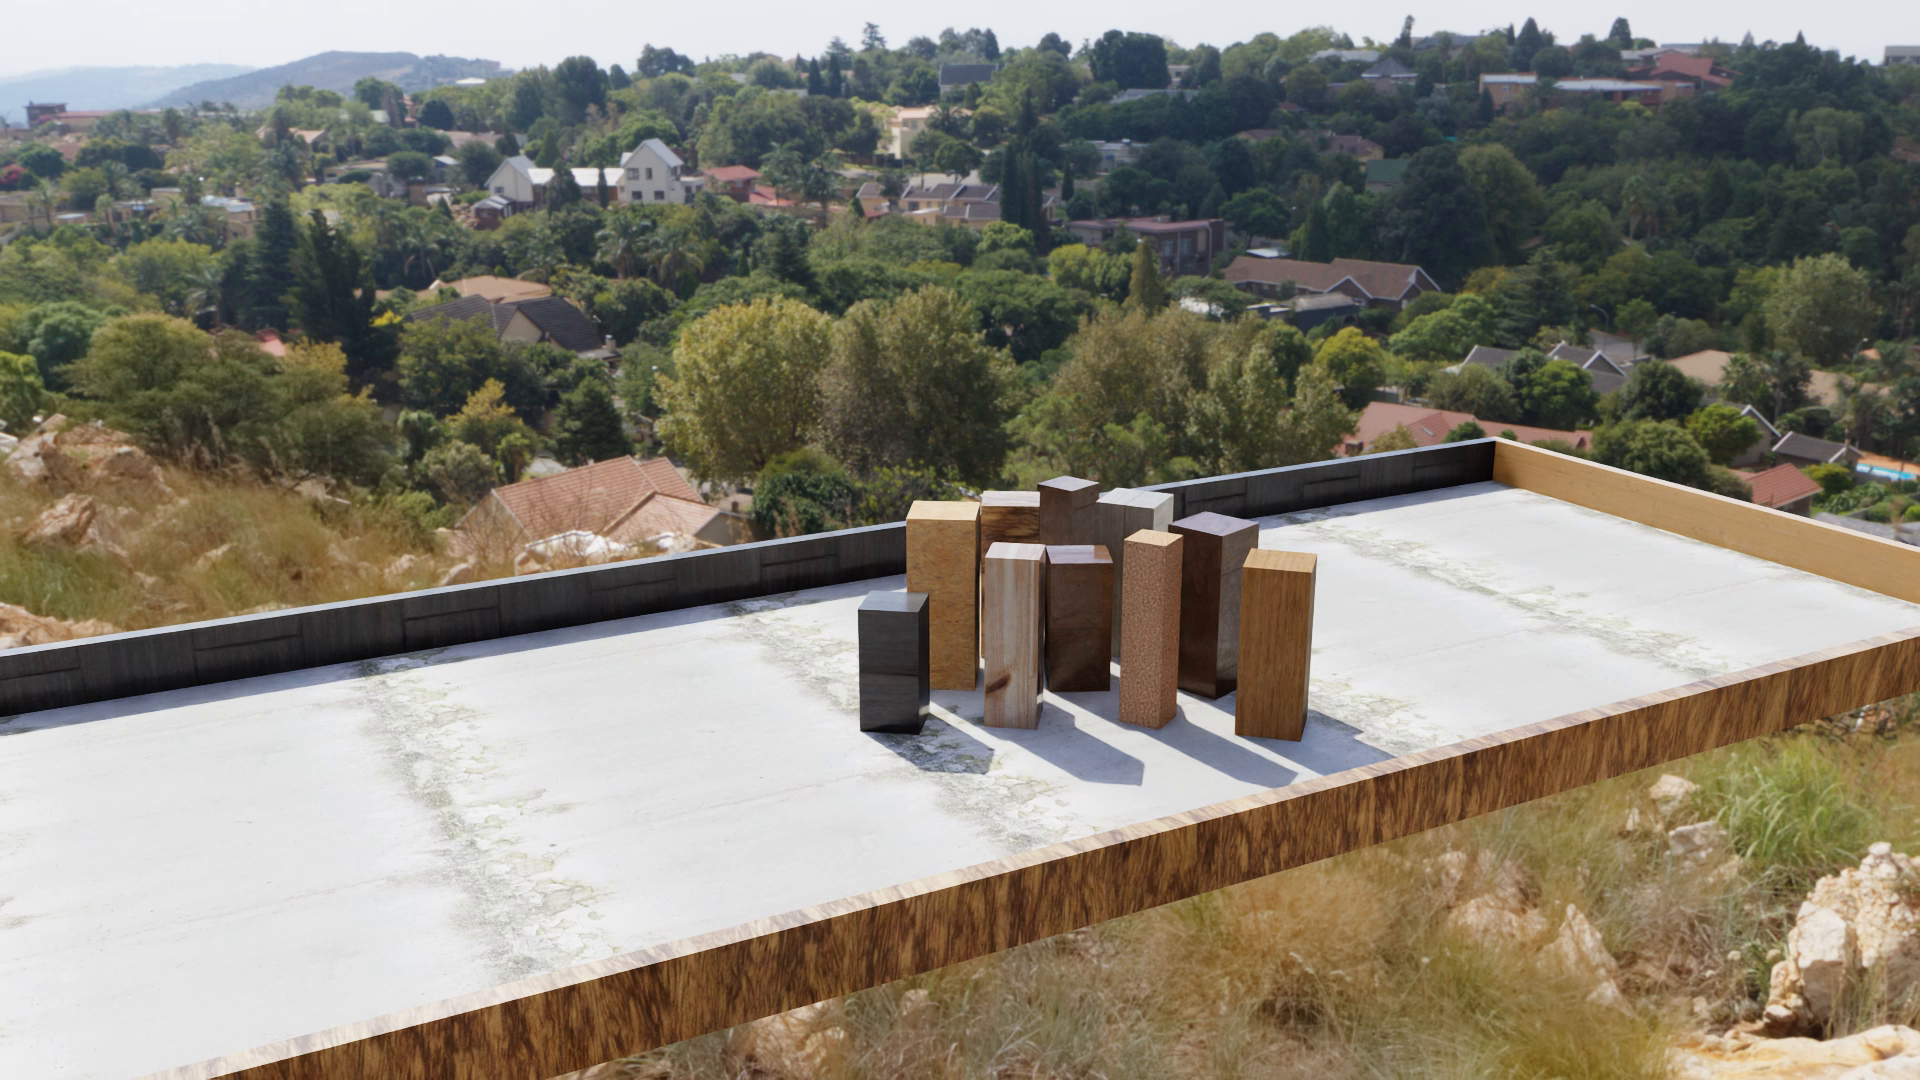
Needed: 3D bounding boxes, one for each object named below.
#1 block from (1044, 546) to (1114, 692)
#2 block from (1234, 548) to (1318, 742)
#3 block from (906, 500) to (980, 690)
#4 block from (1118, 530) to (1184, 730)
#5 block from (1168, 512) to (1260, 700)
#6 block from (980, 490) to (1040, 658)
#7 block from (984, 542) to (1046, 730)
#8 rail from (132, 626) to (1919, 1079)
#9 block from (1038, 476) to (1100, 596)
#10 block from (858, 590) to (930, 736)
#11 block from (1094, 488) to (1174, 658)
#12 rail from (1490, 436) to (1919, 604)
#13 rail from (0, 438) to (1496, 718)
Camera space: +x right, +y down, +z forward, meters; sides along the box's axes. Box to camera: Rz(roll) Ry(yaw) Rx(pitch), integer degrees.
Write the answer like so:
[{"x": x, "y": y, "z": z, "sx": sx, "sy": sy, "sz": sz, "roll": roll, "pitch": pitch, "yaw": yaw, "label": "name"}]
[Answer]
[{"x": 0.293, "y": 0.194, "z": 4.104, "sx": 0.151, "sy": 0.332, "sz": 0.151, "roll": -1, "pitch": 16, "yaw": -2, "label": "block"}, {"x": 0.730, "y": 0.241, "z": 3.812, "sx": 0.152, "sy": 0.407, "sz": 0.152, "roll": 5, "pitch": 17, "yaw": 16, "label": "block"}, {"x": -0.040, "y": 0.138, "z": 4.108, "sx": 0.167, "sy": 0.439, "sz": 0.167, "roll": 1, "pitch": 16, "yaw": 5, "label": "block"}, {"x": 0.445, "y": 0.209, "z": 3.851, "sx": 0.103, "sy": 0.447, "sz": 0.103, "roll": 9, "pitch": 19, "yaw": 29, "label": "block"}, {"x": 0.618, "y": 0.159, "z": 4.073, "sx": 0.159, "sy": 0.417, "sz": 0.159, "roll": 15, "pitch": 22, "yaw": 41, "label": "block"}, {"x": 0.132, "y": 0.090, "z": 4.318, "sx": 0.148, "sy": 0.411, "sz": 0.148, "roll": 1, "pitch": 16, "yaw": 3, "label": "block"}, {"x": 0.128, "y": 0.224, "z": 3.857, "sx": 0.124, "sy": 0.415, "sz": 0.124, "roll": 3, "pitch": 17, "yaw": 9, "label": "block"}, {"x": -2.336, "y": 1.006, "z": 1.665, "sx": 12.000, "sy": 0.150, "sz": 0.050, "roll": -9, "pitch": 18, "yaw": -27, "label": "rail"}, {"x": 0.300, "y": 0.022, "z": 4.616, "sx": 0.122, "sy": 0.374, "sz": 0.122, "roll": 14, "pitch": 22, "yaw": 40, "label": "block"}, {"x": -0.153, "y": 0.285, "z": 3.853, "sx": 0.140, "sy": 0.300, "sz": 0.140, "roll": 3, "pitch": 17, "yaw": 9, "label": "block"}, {"x": 0.452, "y": 0.089, "z": 4.318, "sx": 0.157, "sy": 0.413, "sz": 0.157, "roll": 8, "pitch": 18, "yaw": 24, "label": "block"}, {"x": 2.466, "y": -0.048, "z": 5.253, "sx": 0.050, "sy": 0.150, "sz": 2.100, "roll": -9, "pitch": 18, "yaw": -27, "label": "rail"}, {"x": -3.305, "y": 0.497, "z": 3.399, "sx": 12.000, "sy": 0.150, "sz": 0.050, "roll": -9, "pitch": 18, "yaw": -27, "label": "rail"}]
